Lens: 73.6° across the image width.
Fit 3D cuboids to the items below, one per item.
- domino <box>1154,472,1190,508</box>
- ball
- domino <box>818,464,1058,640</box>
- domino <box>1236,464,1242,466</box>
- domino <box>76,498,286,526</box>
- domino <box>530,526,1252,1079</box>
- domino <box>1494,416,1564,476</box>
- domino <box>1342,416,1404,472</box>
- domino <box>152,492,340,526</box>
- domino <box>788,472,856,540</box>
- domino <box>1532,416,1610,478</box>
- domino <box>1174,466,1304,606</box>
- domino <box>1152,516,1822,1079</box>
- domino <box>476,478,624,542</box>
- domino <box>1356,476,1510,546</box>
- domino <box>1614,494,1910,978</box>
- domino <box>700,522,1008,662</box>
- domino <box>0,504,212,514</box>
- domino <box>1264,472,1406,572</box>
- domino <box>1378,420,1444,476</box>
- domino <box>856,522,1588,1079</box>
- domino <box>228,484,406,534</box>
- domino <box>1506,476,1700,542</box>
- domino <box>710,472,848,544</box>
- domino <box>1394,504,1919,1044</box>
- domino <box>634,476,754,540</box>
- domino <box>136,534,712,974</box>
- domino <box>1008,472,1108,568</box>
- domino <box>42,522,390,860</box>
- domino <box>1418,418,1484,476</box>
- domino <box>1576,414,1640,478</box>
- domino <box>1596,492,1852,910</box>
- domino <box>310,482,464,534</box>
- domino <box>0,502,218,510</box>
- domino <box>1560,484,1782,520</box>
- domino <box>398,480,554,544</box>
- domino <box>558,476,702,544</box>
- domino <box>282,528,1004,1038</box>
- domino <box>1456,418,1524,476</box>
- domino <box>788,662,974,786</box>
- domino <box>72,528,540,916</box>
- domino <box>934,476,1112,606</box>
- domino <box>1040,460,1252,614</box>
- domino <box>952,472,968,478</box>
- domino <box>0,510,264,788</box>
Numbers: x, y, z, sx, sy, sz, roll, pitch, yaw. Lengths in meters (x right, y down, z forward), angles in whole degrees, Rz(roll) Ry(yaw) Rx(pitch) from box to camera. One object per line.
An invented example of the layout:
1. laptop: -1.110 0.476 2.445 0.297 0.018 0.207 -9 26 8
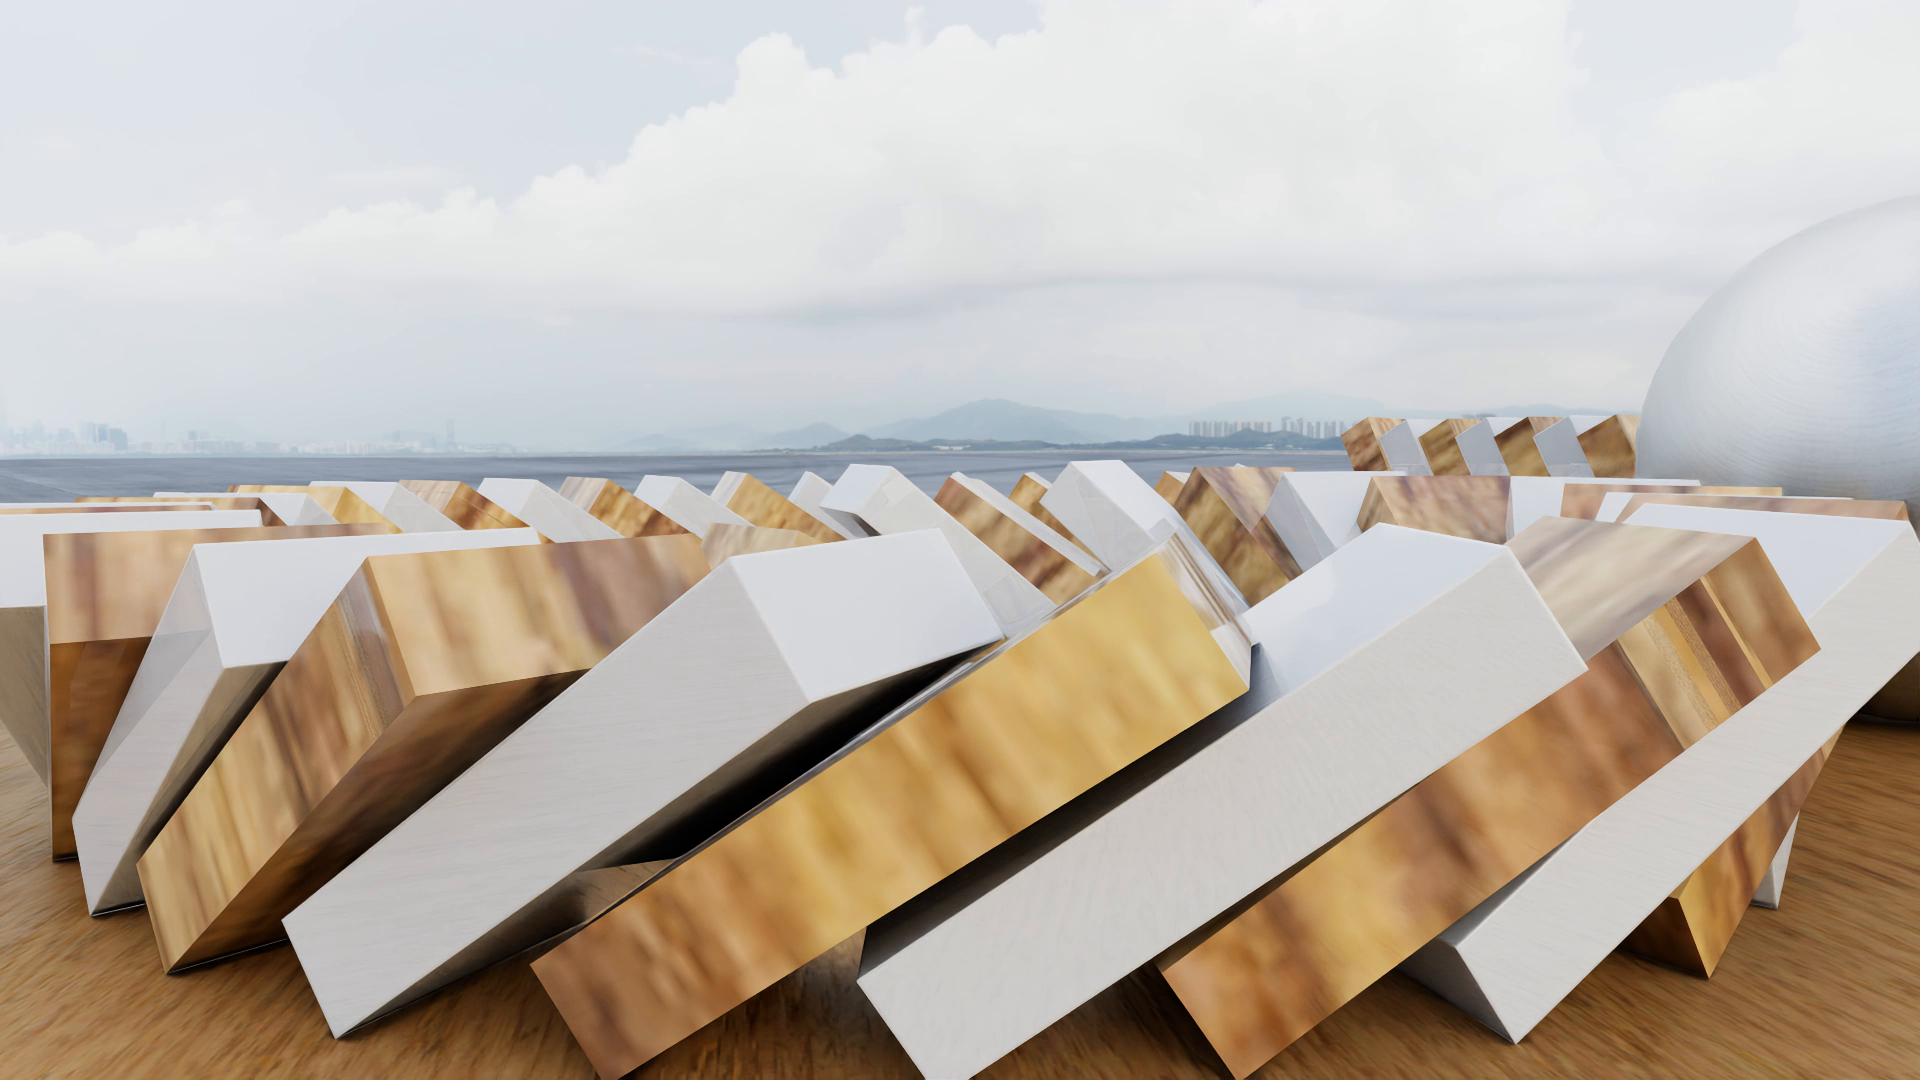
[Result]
1. domino: 0.075 0.000 0.334 0.050 0.009 0.025 37 18 23
2. ball: 0.148 -0.012 0.195 0.080 0.080 0.080 0 4 0
3. domino: 0.000 0.006 0.221 0.050 0.009 0.025 40 -10 -18
4. domino: 0.094 -0.001 0.335 0.025 0.009 0.050 12 24 -47
5. domino: -0.105 0.011 0.190 0.025 0.009 0.050 0 -29 3
6. domino: -0.003 0.018 0.092 0.050 0.010 0.025 -35 -4 13
7. domino: 0.139 -0.003 0.284 0.025 0.050 0.010 -3 -23 -32
8. domino: 0.115 -0.006 0.320 0.025 0.050 0.009 -1 -25 -31
9. domino: -0.105 0.009 0.209 0.025 0.009 0.050 1 -29 9
10. domino: -0.020 0.000 0.328 0.050 0.010 0.025 33 -3 -11
11. domino: 0.144 -0.002 0.274 0.025 0.050 0.009 -3 -23 -32
12. domino: 0.062 0.006 0.227 0.025 0.010 0.050 -2 42 -31
13. domino: 0.035 0.017 0.099 0.050 0.009 0.025 -35 8 -3
14. domino: -0.080 0.004 0.281 0.025 0.010 0.050 4 -27 46
15. domino: 0.081 0.009 0.195 0.025 0.010 0.050 0 41 -6
16. domino: 0.067 0.015 0.121 0.050 0.009 0.025 -43 26 -25
17. domino: -0.015 0.012 0.204 0.050 0.010 0.025 30 -16 -38
18. domino: -0.096 0.013 0.153 0.025 0.010 0.050 -2 -29 -12
19. domino: 0.073 0.008 0.212 0.025 0.009 0.050 -1 41 -19
20. domino: 0.122 -0.005 0.311 0.025 0.050 0.010 -3 -24 -32
21. domino: 0.017 0.017 0.095 0.050 0.009 0.025 -34 4 2
22. domino: -0.104 0.008 0.229 0.025 0.009 0.050 2 -29 20
23. domino: 0.089 0.011 0.174 0.025 0.009 0.050 2 41 19
24. domino: -0.037 0.001 0.319 0.050 0.009 0.025 34 -9 -20
25. domino: 0.052 0.016 0.107 0.050 0.010 0.025 -37 15 -12
26. domino: -0.053 0.002 0.307 0.050 0.009 0.025 35 -14 -28
27. domino: -0.042 0.017 0.100 0.050 0.010 0.025 -39 -20 34
28. domino: 0.036 0.000 0.335 0.050 0.009 0.025 33 8 5
29. domino: -0.072 0.016 0.123 0.025 0.009 0.050 -3 -28 -36
30. domino: 0.129 -0.004 0.303 0.025 0.050 0.009 -3 -24 -32
31. domino: 0.149 -0.002 0.264 0.025 0.050 0.009 -3 -23 -32
32. domino: 0.077 0.014 0.138 0.025 0.009 0.050 4 41 41
33. domino: -0.100 0.006 0.248 0.025 0.010 0.050 2 -29 31
34. domino: -0.102 0.012 0.172 0.025 0.010 0.050 -1 -29 -3
35. domino: 0.085 0.012 0.155 0.025 0.009 0.050 3 41 29
36. domino: -0.092 0.005 0.266 0.025 0.010 0.050 3 -28 41
37. domino: -0.067 0.003 0.295 0.050 0.010 0.025 37 -18 -33
38. domino: -0.023 0.017 0.093 0.050 0.009 0.025 -36 -12 25
39. domino: 0.134 -0.004 0.293 0.025 0.050 0.009 -3 -23 -32
40. domino: -0.004 0.025 0.170 0.025 0.009 0.050 1 4 8
41. domino: -0.057 0.016 0.111 0.025 0.010 0.050 -4 -28 -46
42. domino: 0.019 0.006 0.236 0.050 0.009 0.025 35 9 11
43. domino: 0.040 0.006 0.231 0.050 0.010 0.025 44 22 18
44. domino: 0.017 0.000 0.335 0.050 0.009 0.025 33 5 0
45. domino: -0.086 0.014 0.137 0.025 0.009 0.050 -2 -30 -23
